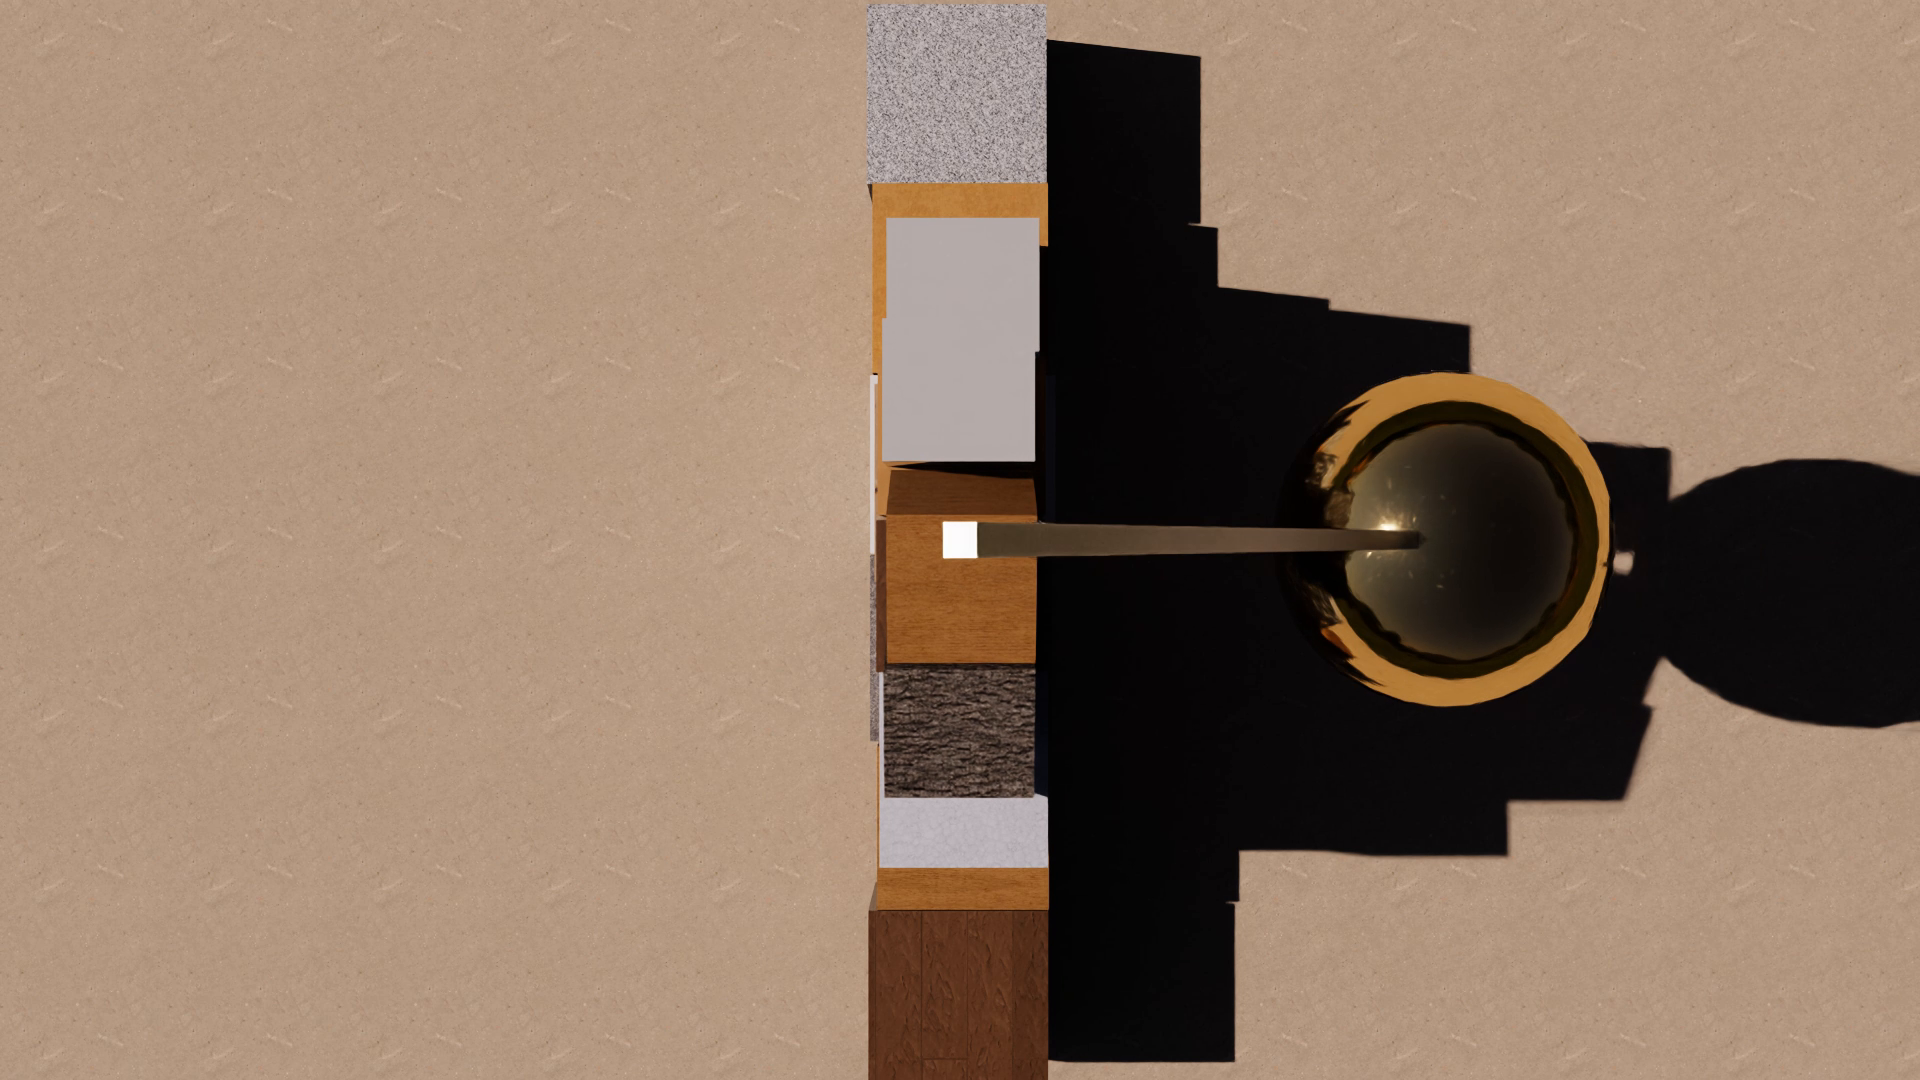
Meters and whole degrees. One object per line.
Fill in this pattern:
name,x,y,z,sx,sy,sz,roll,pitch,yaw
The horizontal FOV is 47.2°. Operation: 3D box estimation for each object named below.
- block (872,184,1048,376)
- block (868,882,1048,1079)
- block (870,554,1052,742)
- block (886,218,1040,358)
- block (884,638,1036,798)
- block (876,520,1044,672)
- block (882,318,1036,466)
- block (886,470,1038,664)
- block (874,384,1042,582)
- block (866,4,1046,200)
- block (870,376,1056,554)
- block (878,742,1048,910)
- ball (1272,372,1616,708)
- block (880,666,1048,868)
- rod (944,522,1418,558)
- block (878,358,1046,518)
block,0.002,-1.439,12.541,0.964,0.919,1.043,0,90,0
block,-0.009,2.493,12.495,0.982,1.010,0.942,0,90,0
block,0.005,0.599,12.584,1.005,0.831,1.029,0,90,0
block,0.014,-1.213,11.029,0.742,0.701,0.703,0,90,0
block,-0.003,0.768,10.092,0.670,0.706,0.606,0,105,0
block,0.002,0.260,10.798,0.798,0.770,0.722,0,91,0
block,-0.006,-0.655,9.928,0.666,0.691,0.623,0,90,0
block,0.007,0.110,9.969,0.657,0.719,0.683,0,107,0
block,-0.007,-0.290,11.651,0.856,0.939,1.006,0,90,0
block,-0.018,-2.468,12.583,0.993,0.834,0.993,0,90,0
block,0.016,-0.417,12.560,1.022,0.879,0.982,0,90,0
block,0.016,1.568,12.485,0.936,1.030,0.888,0,90,0
ball,2.295,0.000,10.477,1.600,1.600,1.600,0,90,0
block,0.018,1.096,10.907,0.806,0.789,0.940,0,90,0
rod,0.994,0.000,7.335,0.080,5.200,0.080,0,90,22
block,0.008,-0.484,10.728,0.786,0.908,0.735,0,90,0
